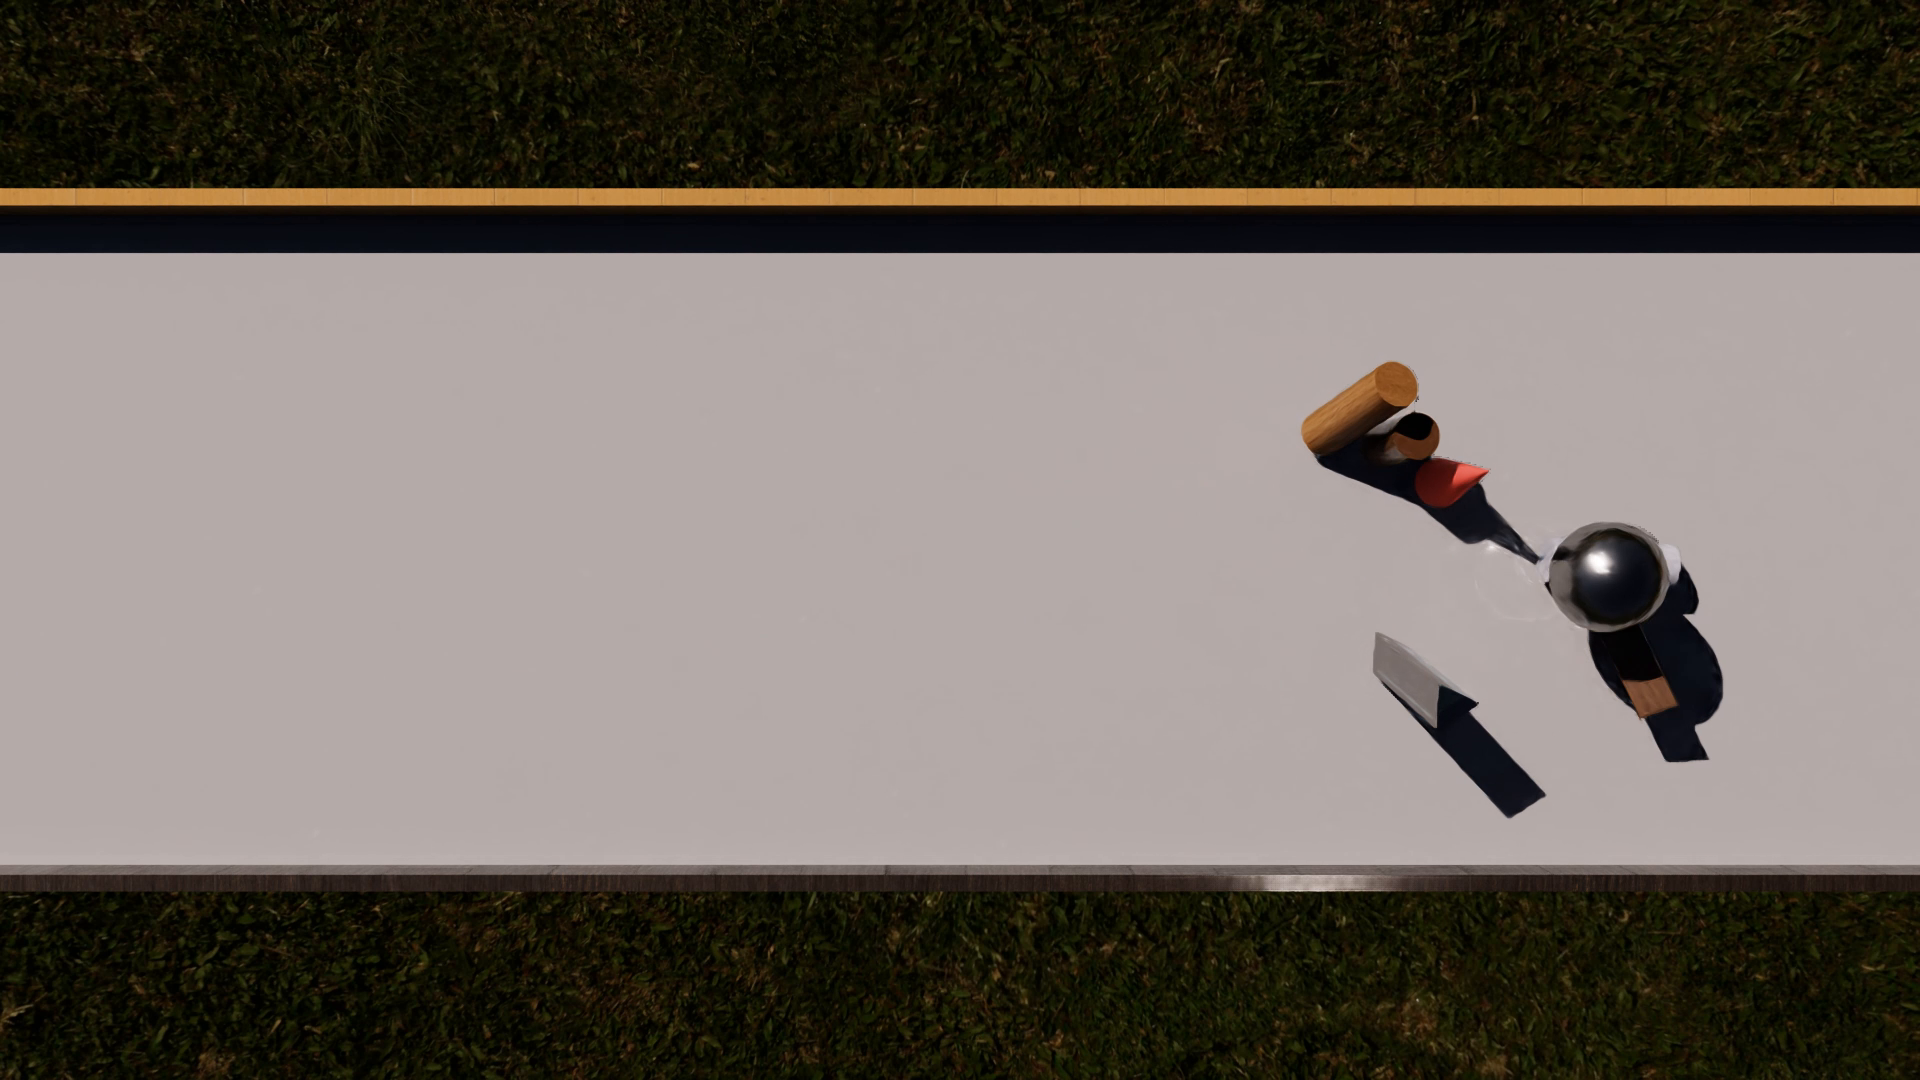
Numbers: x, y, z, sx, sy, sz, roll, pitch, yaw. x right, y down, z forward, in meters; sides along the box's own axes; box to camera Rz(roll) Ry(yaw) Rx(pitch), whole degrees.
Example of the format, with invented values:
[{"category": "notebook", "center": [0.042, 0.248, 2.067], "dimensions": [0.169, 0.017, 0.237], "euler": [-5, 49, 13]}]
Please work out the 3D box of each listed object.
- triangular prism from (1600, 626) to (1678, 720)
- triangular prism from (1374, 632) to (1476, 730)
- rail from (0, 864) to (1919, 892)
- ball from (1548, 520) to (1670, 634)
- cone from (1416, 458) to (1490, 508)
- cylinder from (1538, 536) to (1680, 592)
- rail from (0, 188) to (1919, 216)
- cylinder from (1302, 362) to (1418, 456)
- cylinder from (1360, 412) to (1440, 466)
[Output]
[{"category": "triangular prism", "center": [2.019, 0.335, 4.916], "dimensions": [0.114, 0.098, 0.370], "euler": [-12, 73, -33]}, {"category": "triangular prism", "center": [1.339, 0.391, 4.851], "dimensions": [0.137, 0.434, 0.118], "euler": [-33, 110, 1]}, {"category": "rail", "center": [-2.247, 1.025, 5.001], "dimensions": [12.000, 0.150, 0.050], "euler": [0, 90, 0]}, {"category": "ball", "center": [1.862, 0.107, 4.738], "dimensions": [0.323, 0.323, 0.323], "euler": [0, 90, 0]}, {"category": "cone", "center": [1.491, -0.187, 4.878], "dimensions": [0.154, 0.383, 0.154], "euler": [0, 87, -5]}, {"category": "cylinder", "center": [1.964, 0.072, 4.998], "dimensions": [0.379, 0.141, 0.141], "euler": [4, 90, -2]}, {"category": "rail", "center": [-2.247, -1.025, 5.002], "dimensions": [12.000, 0.150, 0.050], "euler": [0, 90, 0]}, {"category": "cylinder", "center": [1.171, -0.382, 4.860], "dimensions": [0.139, 0.414, 0.139], "euler": [6, 72, -18]}, {"category": "cylinder", "center": [1.309, -0.297, 4.918], "dimensions": [0.137, 0.307, 0.137], "euler": [0, 89, -4]}]
